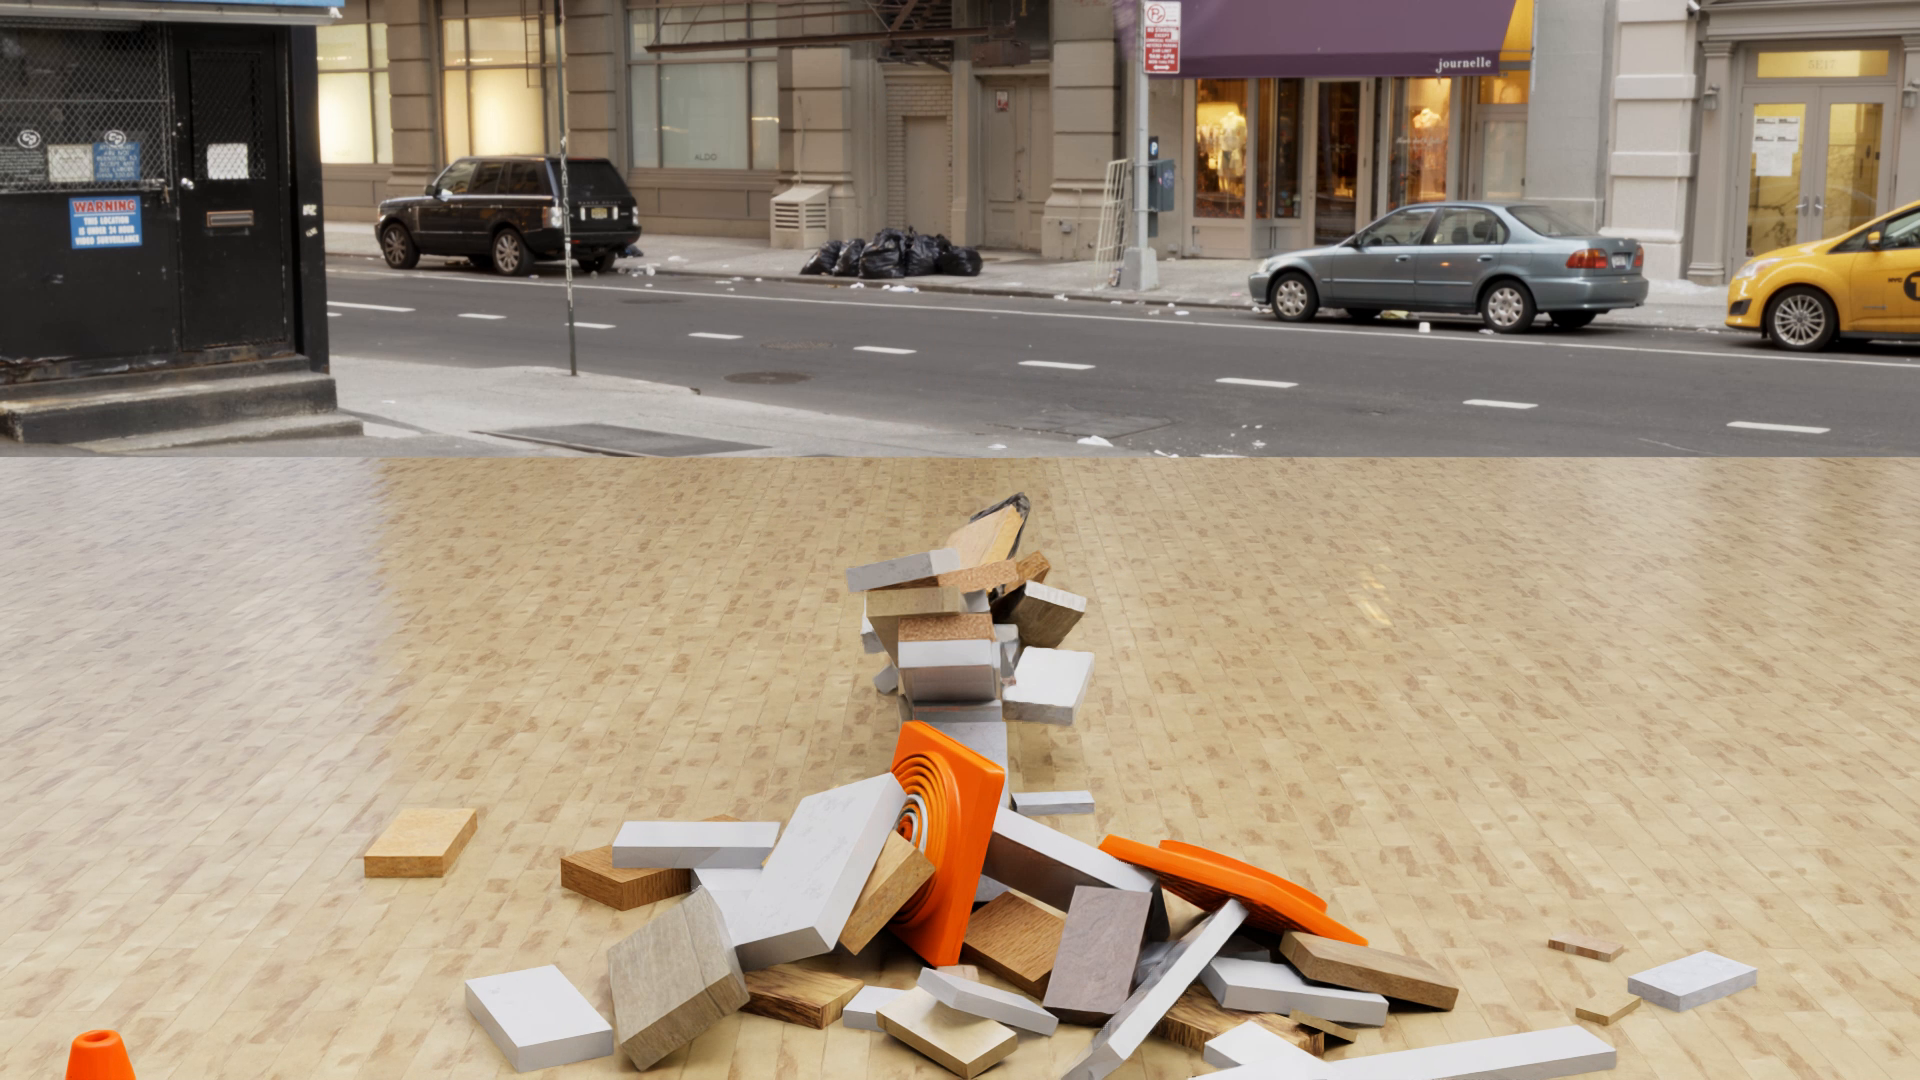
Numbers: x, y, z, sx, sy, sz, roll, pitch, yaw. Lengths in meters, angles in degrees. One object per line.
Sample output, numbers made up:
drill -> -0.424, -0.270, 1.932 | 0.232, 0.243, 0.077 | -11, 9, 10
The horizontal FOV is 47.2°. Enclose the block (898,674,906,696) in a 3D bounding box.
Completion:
block -> -0.031, 0.269, 4.192 | 0.159, 0.045, 0.319 | -2, -5, -4

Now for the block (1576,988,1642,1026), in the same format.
block -> 0.937, 0.674, 3.177 | 0.050, 0.014, 0.101 | 10, 14, 42

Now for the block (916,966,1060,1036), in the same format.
block -> 0.039, 0.646, 3.077 | 0.186, 0.026, 0.093 | 24, -3, -34

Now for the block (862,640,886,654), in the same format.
block -> -0.107, 0.182, 4.420 | 0.105, 0.030, 0.210 | -7, 11, 21

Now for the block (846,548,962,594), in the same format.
block -> -0.097, 0.052, 3.896 | 0.149, 0.042, 0.298 | -12, -1, 9

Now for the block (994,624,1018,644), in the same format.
block -> 0.042, 0.203, 4.680 | 0.103, 0.029, 0.207 | 1, 4, 19

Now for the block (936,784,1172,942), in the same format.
block -> 0.145, 0.514, 3.442 | 0.382, 0.158, 0.045 | 21, 56, 29

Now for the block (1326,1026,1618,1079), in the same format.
block -> 0.507, 0.719, 2.902 | 0.778, 0.026, 0.091 | -4, 11, -18

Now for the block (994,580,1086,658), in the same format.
block -> 0.159, 0.199, 4.941 | 0.143, 0.040, 0.285 | 17, -38, -14

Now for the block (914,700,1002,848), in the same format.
block -> -0.004, 0.423, 3.749 | 0.149, 0.299, 0.042 | 0, 11, -2

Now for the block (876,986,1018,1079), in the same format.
block -> -0.019, 0.676, 3.034 | 0.093, 0.026, 0.186 | -23, 29, -38

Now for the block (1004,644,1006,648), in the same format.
block -> 0.010, 0.242, 4.590 | 0.103, 0.029, 0.207 | 1, 6, 22

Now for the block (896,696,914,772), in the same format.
block -> -0.027, 0.346, 4.011 | 0.159, 0.045, 0.488 | -2, 6, -4

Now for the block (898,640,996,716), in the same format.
block -> -0.018, 0.233, 3.693 | 0.149, 0.042, 0.299 | -2, -19, 2

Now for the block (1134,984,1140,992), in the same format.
block -> 0.251, 0.668, 3.202 | 0.117, 0.017, 0.058 | -5, 11, -27

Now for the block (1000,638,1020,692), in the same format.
block -> 0.037, 0.266, 4.730 | 0.163, 0.046, 0.434 | 0, 7, 5

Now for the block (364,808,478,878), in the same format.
block -> -0.947, 0.532, 3.877 | 0.134, 0.038, 0.267 | 0, 10, 0

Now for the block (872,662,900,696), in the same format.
block -> -0.087, 0.254, 5.089 | 0.166, 0.047, 0.332 | -38, 0, 16

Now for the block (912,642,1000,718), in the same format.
block -> -0.010, 0.249, 3.870 | 0.159, 0.045, 0.319 | -1, -19, 0

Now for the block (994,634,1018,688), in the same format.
block -> 0.074, 0.232, 4.282 | 0.025, 0.089, 0.177 | -20, 6, -4

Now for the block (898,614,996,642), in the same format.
block -> -0.016, 0.201, 3.870 | 0.158, 0.045, 0.317 | -2, -20, 3

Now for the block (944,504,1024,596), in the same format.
block -> 0.023, 0.048, 4.786 | 0.166, 0.047, 0.332 | -25, 19, 26

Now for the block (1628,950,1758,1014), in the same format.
block -> 1.085, 0.653, 3.258 | 0.183, 0.026, 0.091 | -7, 13, -35

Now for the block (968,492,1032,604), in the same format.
block -> 0.057, 0.036, 4.906 | 0.143, 0.040, 0.483 | -27, 18, 21

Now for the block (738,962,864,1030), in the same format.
block -> -0.269, 0.657, 3.216 | 0.234, 0.033, 0.117 | 6, 12, 29

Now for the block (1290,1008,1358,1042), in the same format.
block -> 0.505, 0.674, 3.051 | 0.050, 0.014, 0.101 | 11, -13, 43

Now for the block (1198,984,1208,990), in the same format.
block -> 0.412, 0.665, 3.218 | 0.117, 0.017, 0.059 | -2, 11, -8

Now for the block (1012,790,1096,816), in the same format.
block -> 0.174, 0.494, 4.129 | 0.148, 0.021, 0.074 | -1, 11, -7

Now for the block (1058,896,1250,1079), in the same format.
block -> 0.270, 0.627, 3.030 | 0.117, 0.033, 0.447 | -47, -8, 32

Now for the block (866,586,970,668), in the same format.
block -> -0.059, 0.156, 3.873 | 0.158, 0.045, 0.317 | -4, -20, 7

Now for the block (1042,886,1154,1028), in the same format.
block -> 0.204, 0.606, 3.204 | 0.117, 0.033, 0.234 | 3, 39, 16

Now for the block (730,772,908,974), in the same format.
block -> -0.216, 0.498, 3.315 | 0.176, 0.050, 0.352 | -19, 24, 30

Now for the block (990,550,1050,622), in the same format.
block -> 0.092, 0.151, 4.992 | 0.166, 0.047, 0.332 | -32, -15, -24

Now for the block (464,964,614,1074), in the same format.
block -> -0.598, 0.674, 3.111 | 0.134, 0.038, 0.267 | -5, 12, -27

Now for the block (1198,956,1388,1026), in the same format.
block -> 0.477, 0.645, 3.151 | 0.242, 0.034, 0.121 | 9, 7, -11

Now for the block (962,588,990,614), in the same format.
block -> -0.026, 0.170, 4.103 | 0.149, 0.042, 0.298 | -12, -18, -5

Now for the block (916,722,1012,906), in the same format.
block -> 0.005, 0.453, 3.640 | 0.149, 0.299, 0.042 | 0, -19, -2

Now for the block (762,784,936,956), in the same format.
block -> -0.178, 0.507, 3.422 | 0.176, 0.050, 0.352 | -46, 23, -9

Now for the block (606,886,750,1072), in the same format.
block -> -0.408, 0.620, 3.142 | 0.176, 0.050, 0.352 | -33, 15, -5

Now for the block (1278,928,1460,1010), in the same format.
block -> 0.595, 0.625, 3.202 | 0.234, 0.033, 0.117 | 15, 6, -14

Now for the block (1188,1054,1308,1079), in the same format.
block -> 0.300, 0.719, 2.727 | 0.298, 0.033, 0.117 | -9, 27, -16

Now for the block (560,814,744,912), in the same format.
block -> -0.487, 0.548, 3.760 | 0.347, 0.049, 0.174 | -10, 15, -43

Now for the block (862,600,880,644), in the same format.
block -> -0.154, 0.129, 4.431 | 0.074, 0.021, 0.264 | -18, 23, 9

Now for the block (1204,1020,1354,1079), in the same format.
block -> 0.417, 0.692, 2.866 | 0.091, 0.026, 0.183 | -14, 26, -40

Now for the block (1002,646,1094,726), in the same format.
block -> 0.178, 0.292, 4.428 | 0.143, 0.040, 0.285 | 5, 20, 10

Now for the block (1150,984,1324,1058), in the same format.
block -> 0.378, 0.684, 3.071 | 0.117, 0.033, 0.234 | -10, 15, -43

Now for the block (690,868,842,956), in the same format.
block -> -0.316, 0.589, 3.538 | 0.174, 0.049, 0.347 | -3, 11, -17

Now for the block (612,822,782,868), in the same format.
block -> -0.441, 0.514, 3.707 | 0.267, 0.038, 0.134 | 0, 11, 1

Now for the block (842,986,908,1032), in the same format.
block -> -0.064, 0.675, 3.136 | 0.186, 0.026, 0.093 | 3, 11, 17

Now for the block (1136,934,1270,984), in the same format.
block -> 0.329, 0.631, 3.301 | 0.242, 0.034, 0.121 | -2, 1, -12

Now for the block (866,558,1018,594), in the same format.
block -> -0.029, 0.082, 3.991 | 0.149, 0.042, 0.298 | -12, -1, 29

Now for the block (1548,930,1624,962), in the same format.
block -> 0.971, 0.630, 3.413 | 0.101, 0.014, 0.050 | 8, 13, 38

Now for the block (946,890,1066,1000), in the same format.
block -> 0.095, 0.612, 3.337 | 0.121, 0.034, 0.242 | -30, 24, -25

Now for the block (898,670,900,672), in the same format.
block -> -0.057, 0.215, 4.365 | 0.105, 0.030, 0.210 | -7, 10, 8

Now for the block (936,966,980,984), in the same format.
block -> -0.001, 0.659, 3.252 | 0.058, 0.017, 0.117 | -1, 11, -5
